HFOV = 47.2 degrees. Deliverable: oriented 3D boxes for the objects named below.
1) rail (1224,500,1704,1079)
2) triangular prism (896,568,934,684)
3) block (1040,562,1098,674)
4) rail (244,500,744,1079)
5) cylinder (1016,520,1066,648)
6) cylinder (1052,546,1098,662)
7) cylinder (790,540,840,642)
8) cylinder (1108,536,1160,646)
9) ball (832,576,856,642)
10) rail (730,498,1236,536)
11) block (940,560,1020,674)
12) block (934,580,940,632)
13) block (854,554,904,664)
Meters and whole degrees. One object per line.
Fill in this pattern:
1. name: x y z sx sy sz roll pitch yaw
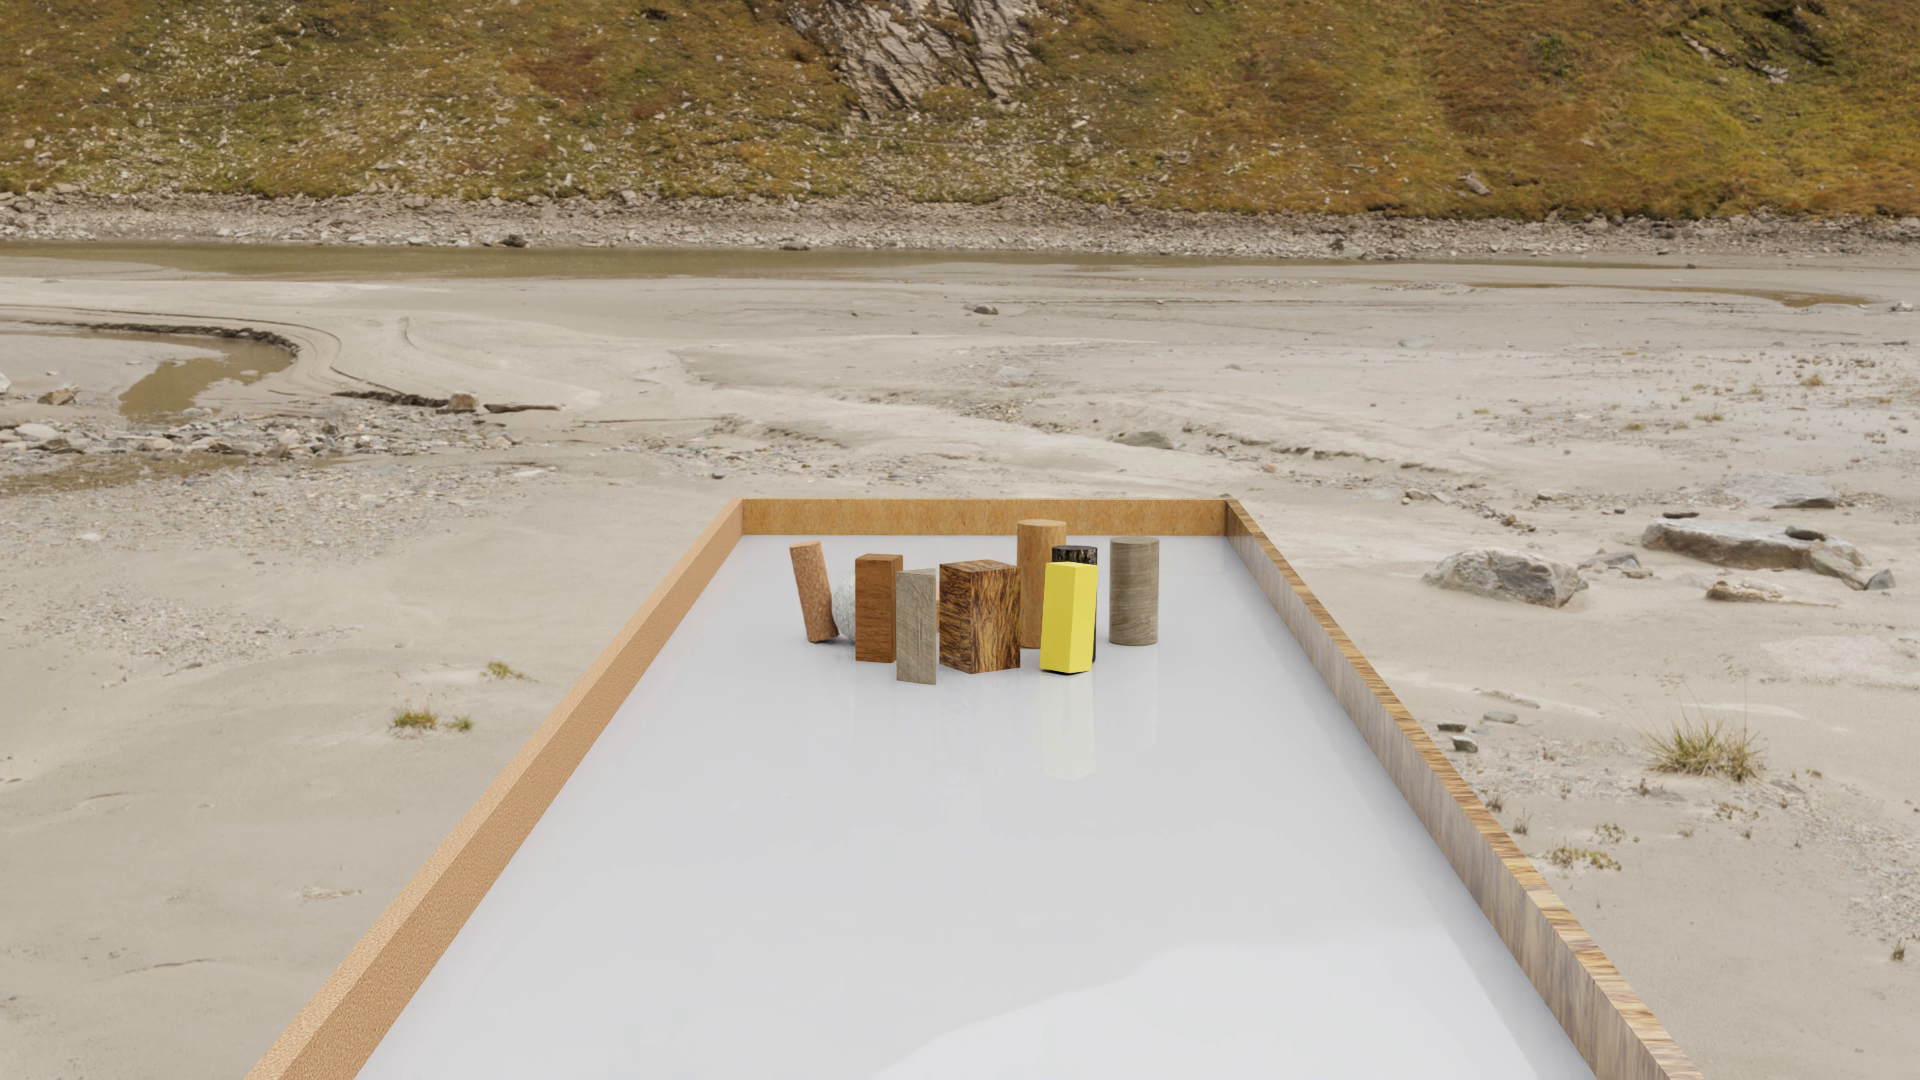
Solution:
1. rail: 1.046 0.843 3.208 0.050 0.150 12.000 0 9 1
2. triangular prism: -0.102 0.248 6.417 0.130 0.322 0.112 5 10 29
3. block: 0.323 0.228 6.536 0.110 0.314 0.110 8 6 40
4. rail: -1.004 0.839 3.234 0.050 0.150 12.000 0 9 1
5. cylinder: 0.252 0.136 6.909 0.153 0.384 0.153 2 8 0
6. cylinder: 0.346 0.193 6.679 0.138 0.341 0.138 1 6 0
7. cylinder: -0.462 0.161 6.974 0.101 0.305 0.101 -11 7 1
8. cylinder: 0.550 0.160 6.955 0.157 0.326 0.157 0 9 0
9. ball: -0.292 0.214 6.938 0.225 0.225 0.225 0 9 0
10. rail: 0.099 -0.098 9.147 2.100 0.150 0.050 0 9 1
11. block: 0.059 0.227 6.599 0.176 0.305 0.176 -6 11 -32
12. block: -0.093 0.217 7.298 0.107 0.107 0.383 -2 9 -14
13. block: -0.246 0.207 6.702 0.115 0.314 0.115 3 9 17
